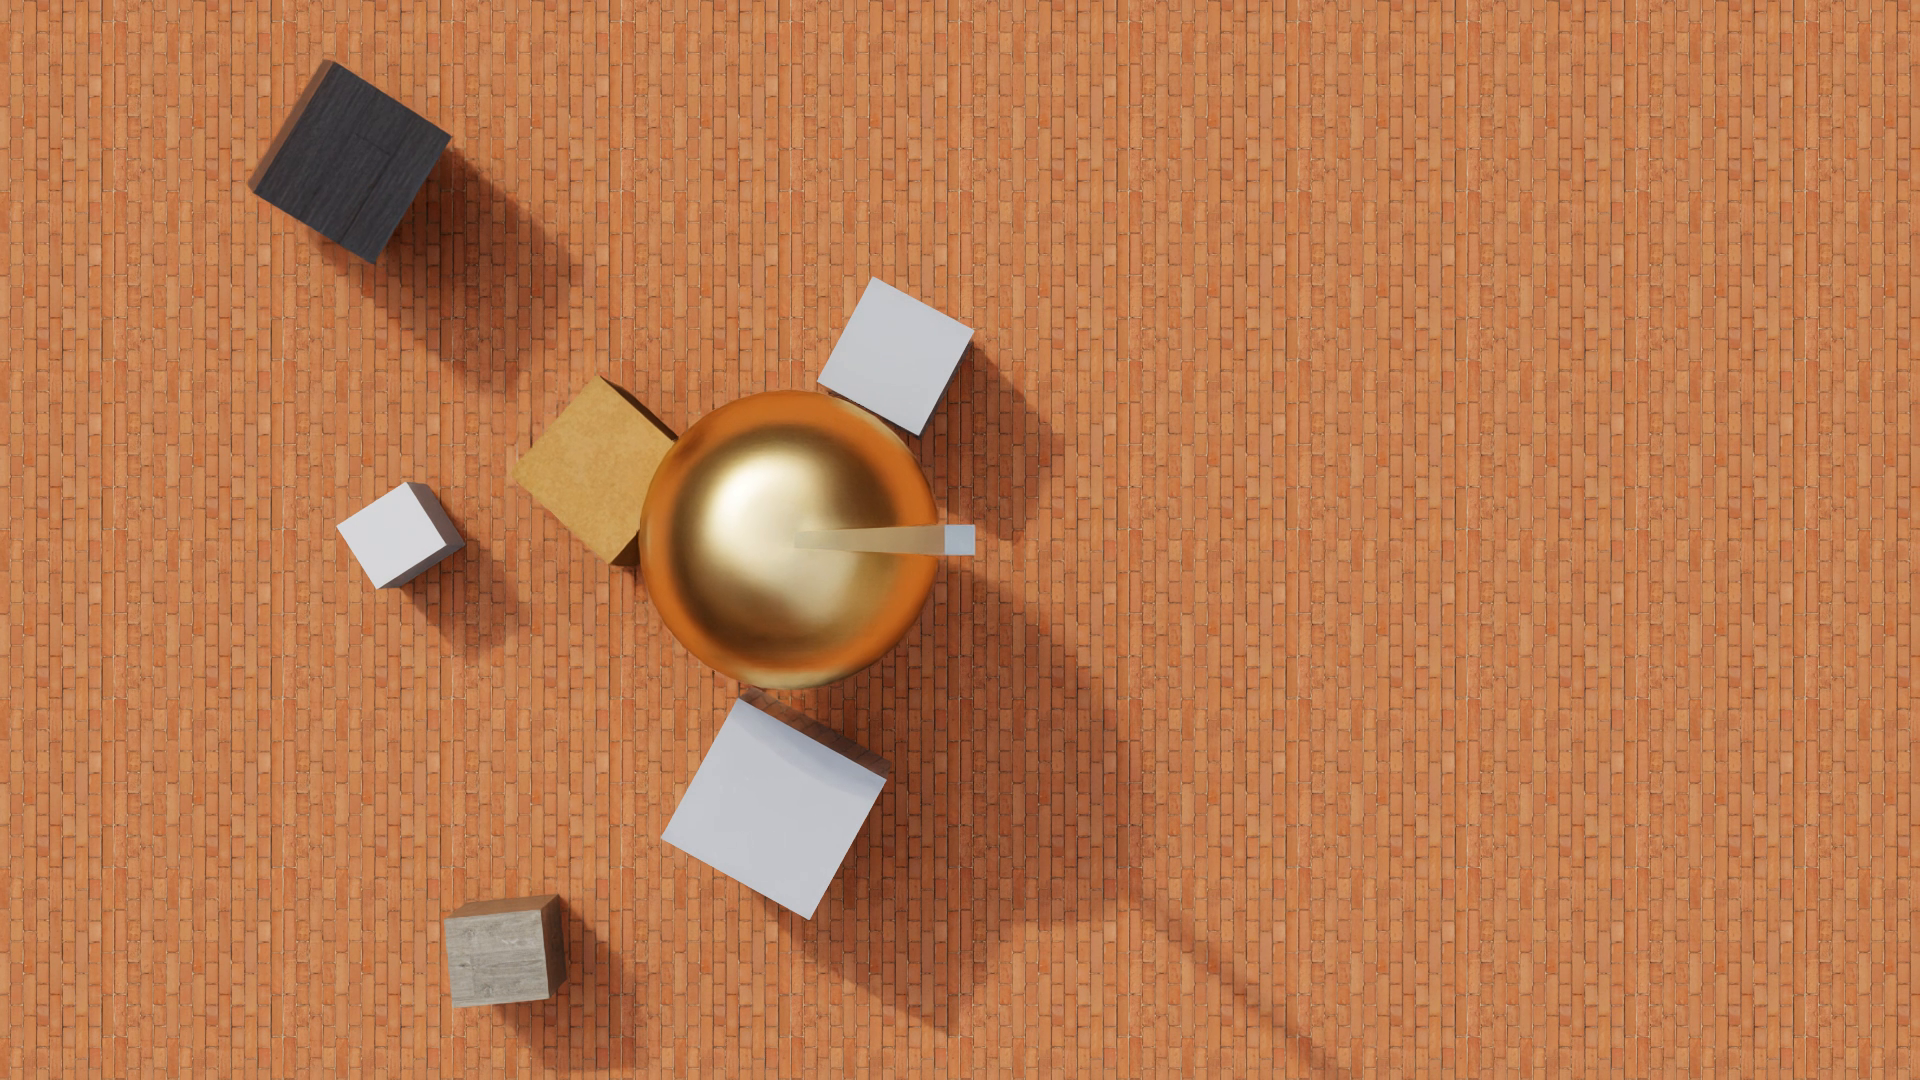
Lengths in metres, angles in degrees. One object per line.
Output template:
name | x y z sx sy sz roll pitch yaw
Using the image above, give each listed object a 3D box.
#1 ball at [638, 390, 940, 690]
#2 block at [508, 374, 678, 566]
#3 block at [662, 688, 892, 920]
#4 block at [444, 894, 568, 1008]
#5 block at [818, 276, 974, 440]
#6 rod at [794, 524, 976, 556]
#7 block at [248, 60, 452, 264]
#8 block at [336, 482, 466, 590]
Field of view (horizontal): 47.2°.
ball | -0.901 0.000 11.697 1.600 1.600 1.600 0 90 0
block | -1.956 -0.379 12.558 0.757 0.852 0.737 42 90 2
block | -1.022 1.476 12.533 0.932 0.935 0.879 29 90 0
block | -2.620 2.368 12.716 0.549 0.569 0.507 -6 90 0
block | -0.360 -1.031 12.658 0.646 0.684 0.667 28 90 0
rod | -0.391 0.000 8.336 0.080 5.200 0.080 0 90 -9
block | -3.477 -2.156 12.496 0.738 0.779 0.844 32 90 -24
block | -3.233 -0.025 12.751 0.470 0.497 0.427 -33 90 0
